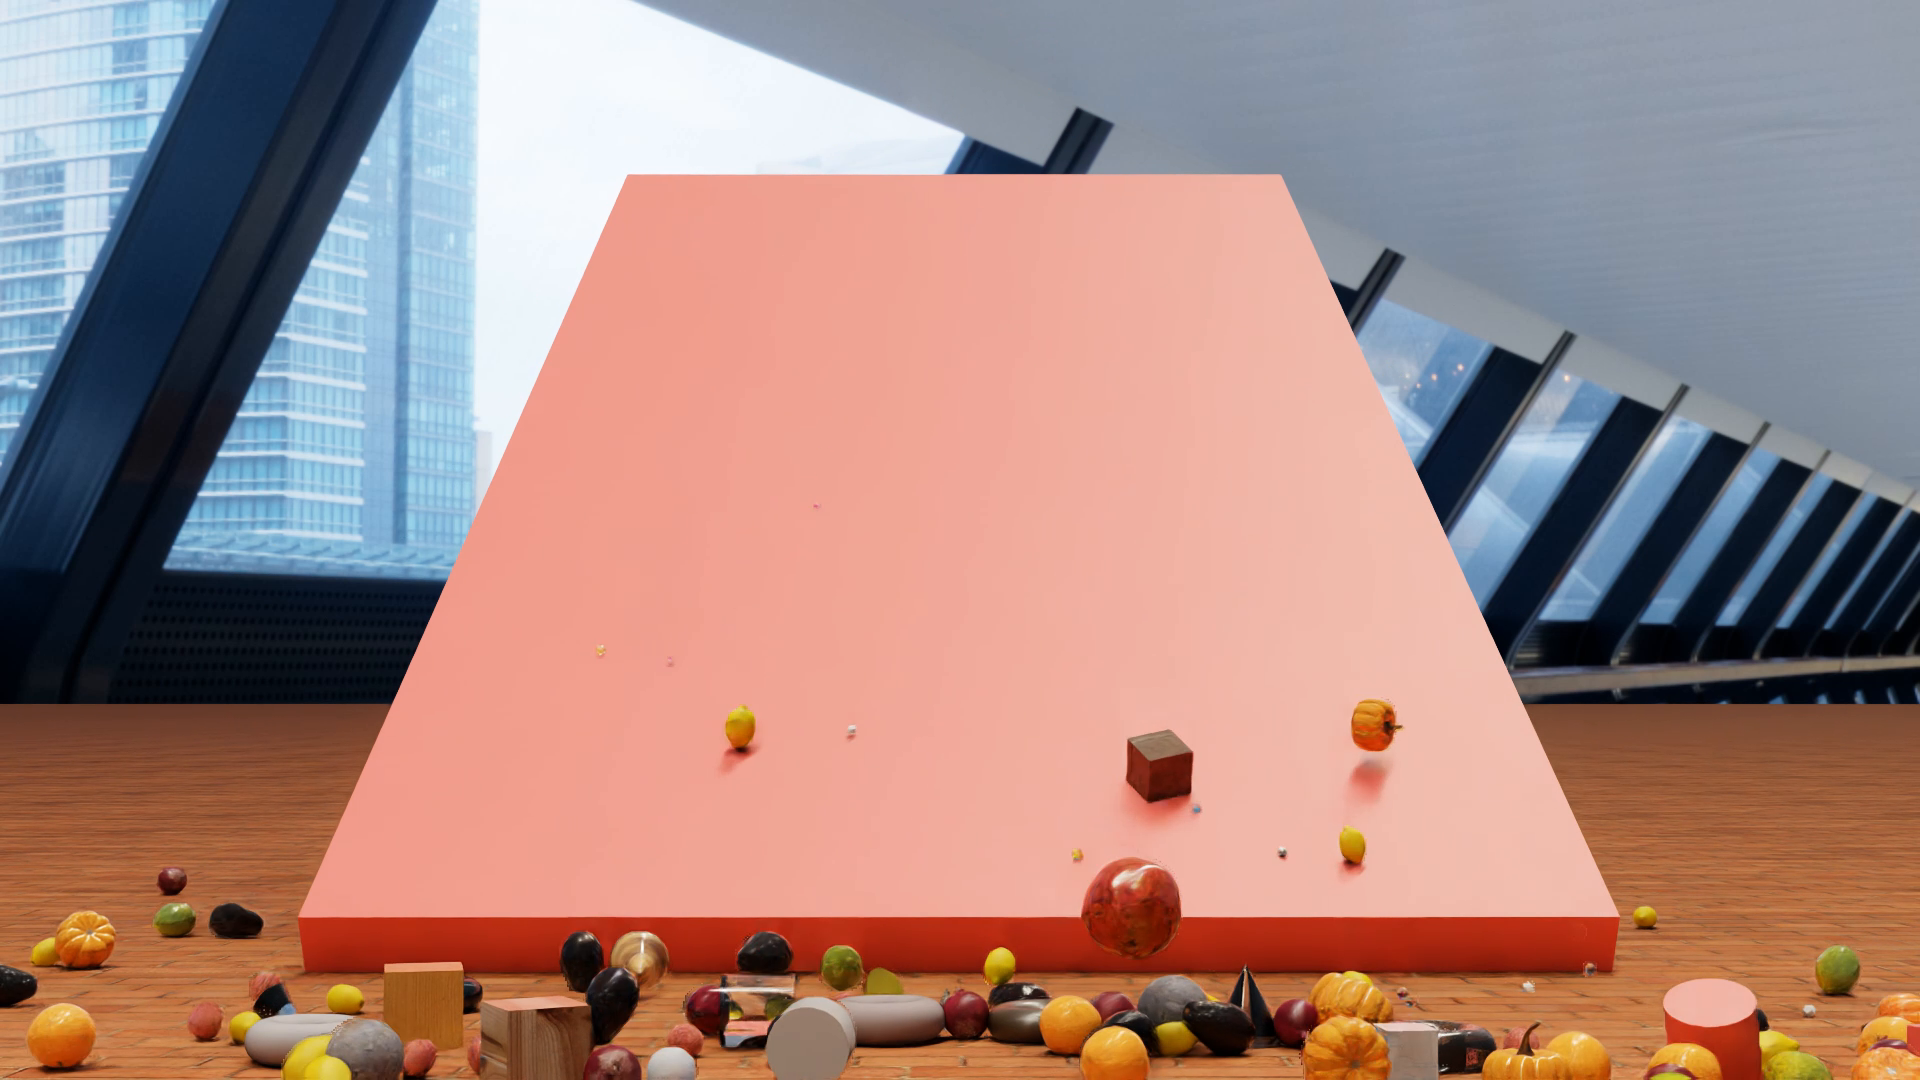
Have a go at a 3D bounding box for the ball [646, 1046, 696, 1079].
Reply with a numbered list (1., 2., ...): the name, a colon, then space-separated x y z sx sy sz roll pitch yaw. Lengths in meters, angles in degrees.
1. ball: -0.303 0.559 2.461 0.053 0.053 0.053 0 -4 0

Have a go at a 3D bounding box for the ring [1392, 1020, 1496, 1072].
1. ring: 0.541 0.577 2.671 0.139 0.046 0.139 1 -4 0

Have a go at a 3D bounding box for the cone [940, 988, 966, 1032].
1. cone: -0.017 0.594 2.973 0.051 0.051 0.051 0 -4 0

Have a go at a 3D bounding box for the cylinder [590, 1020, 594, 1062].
1. cylinder: -0.458 0.559 2.612 0.073 0.073 0.073 3 -5 -39

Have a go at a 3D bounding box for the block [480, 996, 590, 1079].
1. block: -0.456 0.543 2.512 0.091 0.091 0.091 2 -4 -29

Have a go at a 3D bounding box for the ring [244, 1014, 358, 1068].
1. ring: -0.751 0.578 2.707 0.146 0.049 0.146 1 -5 0

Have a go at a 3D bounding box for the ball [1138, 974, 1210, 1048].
1. ball: 0.256 0.565 2.804 0.087 0.087 0.087 0 -4 0

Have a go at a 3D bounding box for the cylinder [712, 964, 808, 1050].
1. cylinder: -0.240 0.565 2.809 0.088 0.088 0.088 16 0 12

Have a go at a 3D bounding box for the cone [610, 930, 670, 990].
1. cone: -0.446 0.596 3.260 0.085 0.085 0.085 1 4 -8

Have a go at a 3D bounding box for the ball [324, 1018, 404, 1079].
1. ball: -0.626 0.545 2.462 0.081 0.081 0.081 0 -4 0

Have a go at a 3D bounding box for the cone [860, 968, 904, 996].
1. cone: -0.121 0.616 3.130 0.066 0.066 0.066 -36 -26 34

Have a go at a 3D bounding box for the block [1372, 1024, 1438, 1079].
1. block: 0.490 0.565 2.575 0.057 0.057 0.057 0 -4 -5

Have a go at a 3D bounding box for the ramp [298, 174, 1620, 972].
1. ramp: -0.009 -0.229 5.375 2.000 0.100 4.000 0 25 0

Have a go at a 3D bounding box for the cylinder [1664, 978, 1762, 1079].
1. cylinder: 0.787 0.523 2.445 0.093 0.093 0.093 -10 19 3

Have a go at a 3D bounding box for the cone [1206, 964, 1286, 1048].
1. cone: 0.348 0.563 2.848 0.096 0.096 0.096 0 -4 0

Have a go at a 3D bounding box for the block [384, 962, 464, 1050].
1. block: -0.652 0.565 2.841 0.092 0.092 0.092 1 -4 -14

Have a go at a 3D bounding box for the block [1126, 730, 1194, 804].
1. block: 0.330 0.374 3.870 0.080 0.080 0.080 -10 27 -21

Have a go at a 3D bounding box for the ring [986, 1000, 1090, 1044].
1. ring: 0.097 0.593 2.881 0.129 0.043 0.129 -1 -3 0

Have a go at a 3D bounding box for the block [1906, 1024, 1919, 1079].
1. block: 1.025 0.537 2.375 0.085 0.085 0.085 2 -4 -30

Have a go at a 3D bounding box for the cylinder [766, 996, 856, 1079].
1. cylinder: -0.162 0.547 2.545 0.089 0.089 0.089 0 -4 2

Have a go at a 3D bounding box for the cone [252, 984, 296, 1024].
1. cone: -0.860 0.608 2.988 0.059 0.059 0.059 28 9 25

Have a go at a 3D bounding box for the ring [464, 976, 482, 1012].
1. ring: -0.706 0.610 3.140 0.131 0.044 0.131 1 -5 0

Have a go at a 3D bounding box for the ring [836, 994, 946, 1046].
1. ring: -0.093 0.589 2.874 0.150 0.050 0.150 -1 -5 0
